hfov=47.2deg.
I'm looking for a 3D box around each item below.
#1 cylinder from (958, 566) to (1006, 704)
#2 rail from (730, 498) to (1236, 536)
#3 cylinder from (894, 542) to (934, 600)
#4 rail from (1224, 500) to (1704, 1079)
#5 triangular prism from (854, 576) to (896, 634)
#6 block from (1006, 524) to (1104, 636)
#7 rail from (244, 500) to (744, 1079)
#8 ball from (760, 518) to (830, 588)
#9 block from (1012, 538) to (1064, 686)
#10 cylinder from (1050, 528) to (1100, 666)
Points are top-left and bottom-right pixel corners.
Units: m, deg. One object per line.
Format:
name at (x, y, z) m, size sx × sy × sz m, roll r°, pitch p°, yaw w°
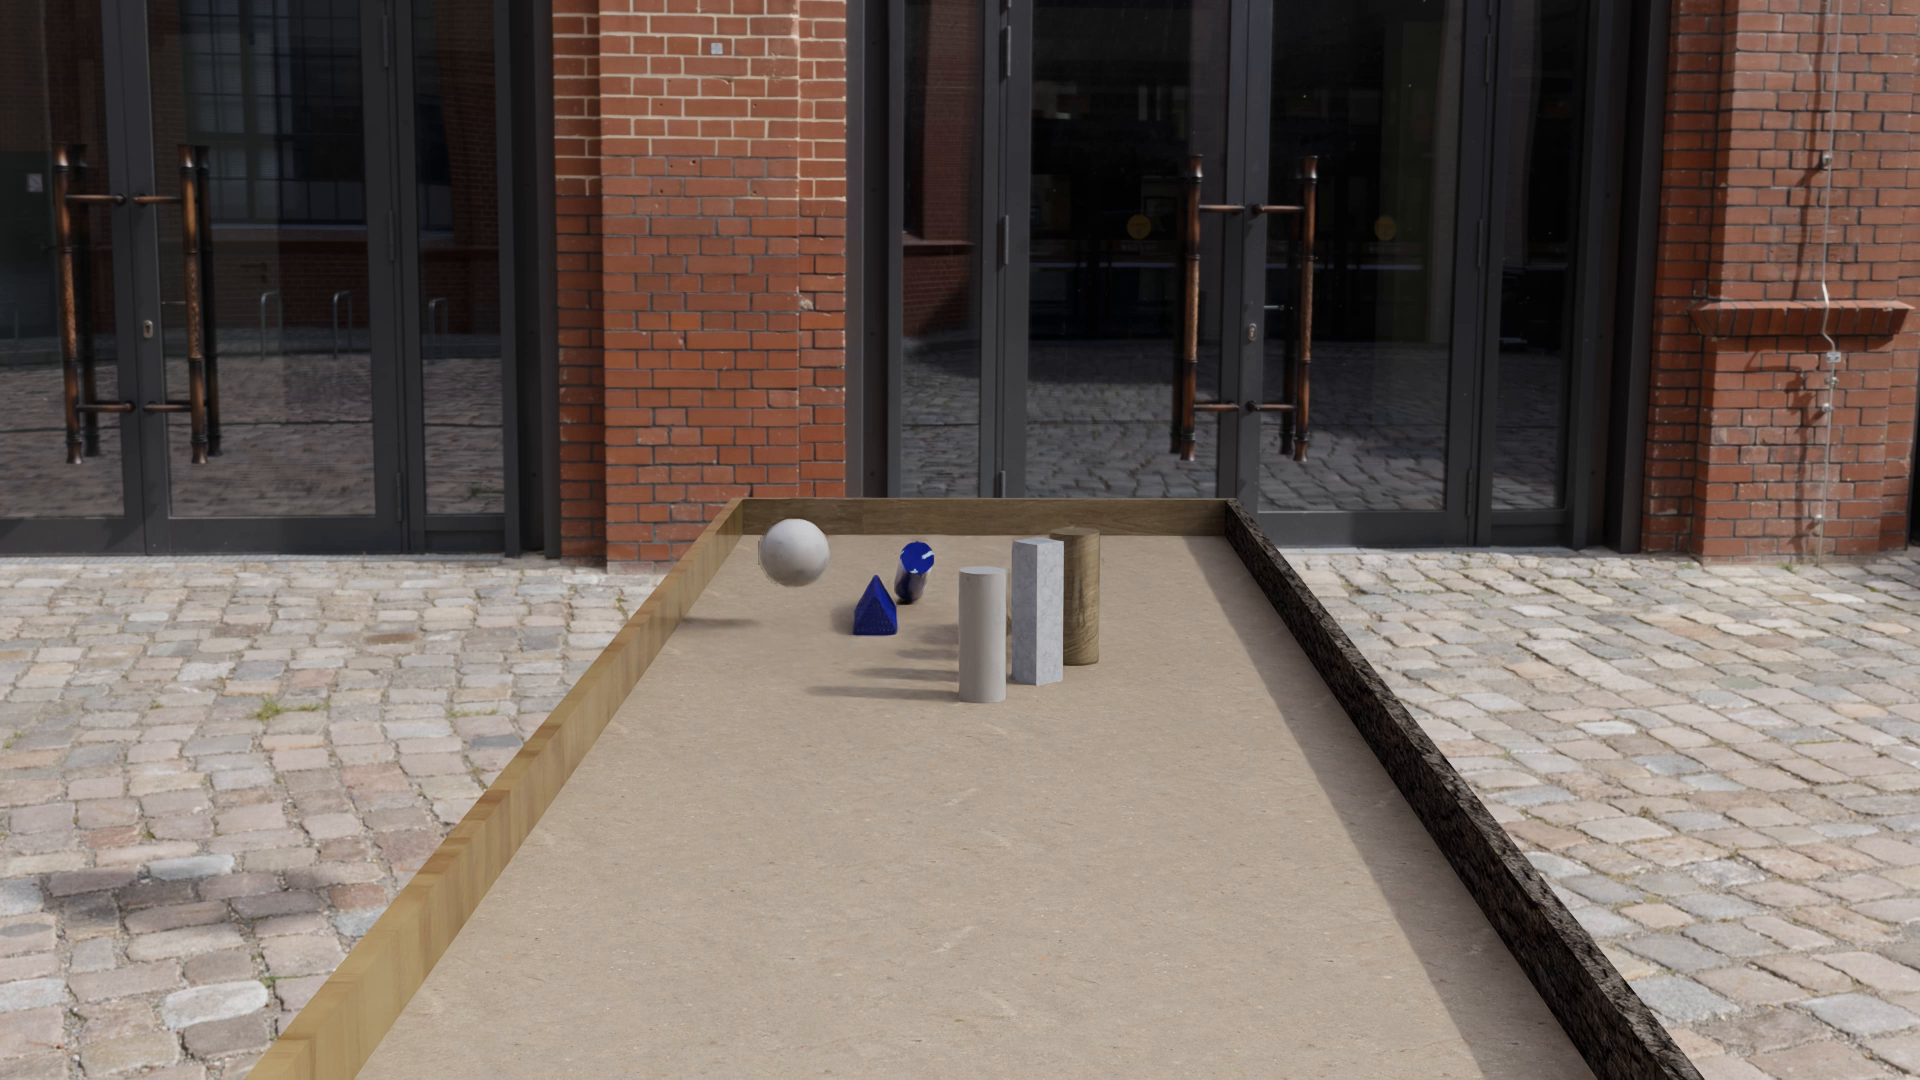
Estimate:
cylinder at (0.063, 0.264, 6.172) m, size 0.133 × 0.366 × 0.133 m, roll 0°, pitch 9°, yaw 0°
rail at (0.099, -0.098, 9.147) m, size 2.100 × 0.150 × 0.050 m, roll 0°, pitch 9°, yaw 1°
cylinder at (-0.159, 0.109, 7.517) m, size 0.112 × 0.112 × 0.348 m, roll -1°, pitch -17°, yaw -6°
rail at (1.046, 0.843, 3.208) m, size 0.050 × 0.150 × 12.000 m, roll 0°, pitch 9°, yaw 1°
triangular prism at (-0.280, 0.209, 7.283) m, size 0.140 × 0.122 × 0.405 m, roll 0°, pitch 9°, yaw -2°
block at (0.253, 0.130, 7.032) m, size 0.374 × 0.153 × 0.153 m, roll -35°, pitch -7°, yaw -21°
rail at (-1.004, 0.839, 3.234) m, size 0.050 × 0.150 × 12.000 m, roll 0°, pitch 9°, yaw 1°
ball at (-0.540, 0.043, 7.183) m, size 0.228 × 0.228 × 0.228 m, roll 0°, pitch 9°, yaw 0°
block at (0.225, 0.206, 6.394) m, size 0.106 × 0.411 × 0.106 m, roll -8°, pitch 12°, yaw -41°
cylinder at (0.347, 0.170, 6.661) m, size 0.152 × 0.399 × 0.152 m, roll 0°, pitch 9°, yaw 0°
